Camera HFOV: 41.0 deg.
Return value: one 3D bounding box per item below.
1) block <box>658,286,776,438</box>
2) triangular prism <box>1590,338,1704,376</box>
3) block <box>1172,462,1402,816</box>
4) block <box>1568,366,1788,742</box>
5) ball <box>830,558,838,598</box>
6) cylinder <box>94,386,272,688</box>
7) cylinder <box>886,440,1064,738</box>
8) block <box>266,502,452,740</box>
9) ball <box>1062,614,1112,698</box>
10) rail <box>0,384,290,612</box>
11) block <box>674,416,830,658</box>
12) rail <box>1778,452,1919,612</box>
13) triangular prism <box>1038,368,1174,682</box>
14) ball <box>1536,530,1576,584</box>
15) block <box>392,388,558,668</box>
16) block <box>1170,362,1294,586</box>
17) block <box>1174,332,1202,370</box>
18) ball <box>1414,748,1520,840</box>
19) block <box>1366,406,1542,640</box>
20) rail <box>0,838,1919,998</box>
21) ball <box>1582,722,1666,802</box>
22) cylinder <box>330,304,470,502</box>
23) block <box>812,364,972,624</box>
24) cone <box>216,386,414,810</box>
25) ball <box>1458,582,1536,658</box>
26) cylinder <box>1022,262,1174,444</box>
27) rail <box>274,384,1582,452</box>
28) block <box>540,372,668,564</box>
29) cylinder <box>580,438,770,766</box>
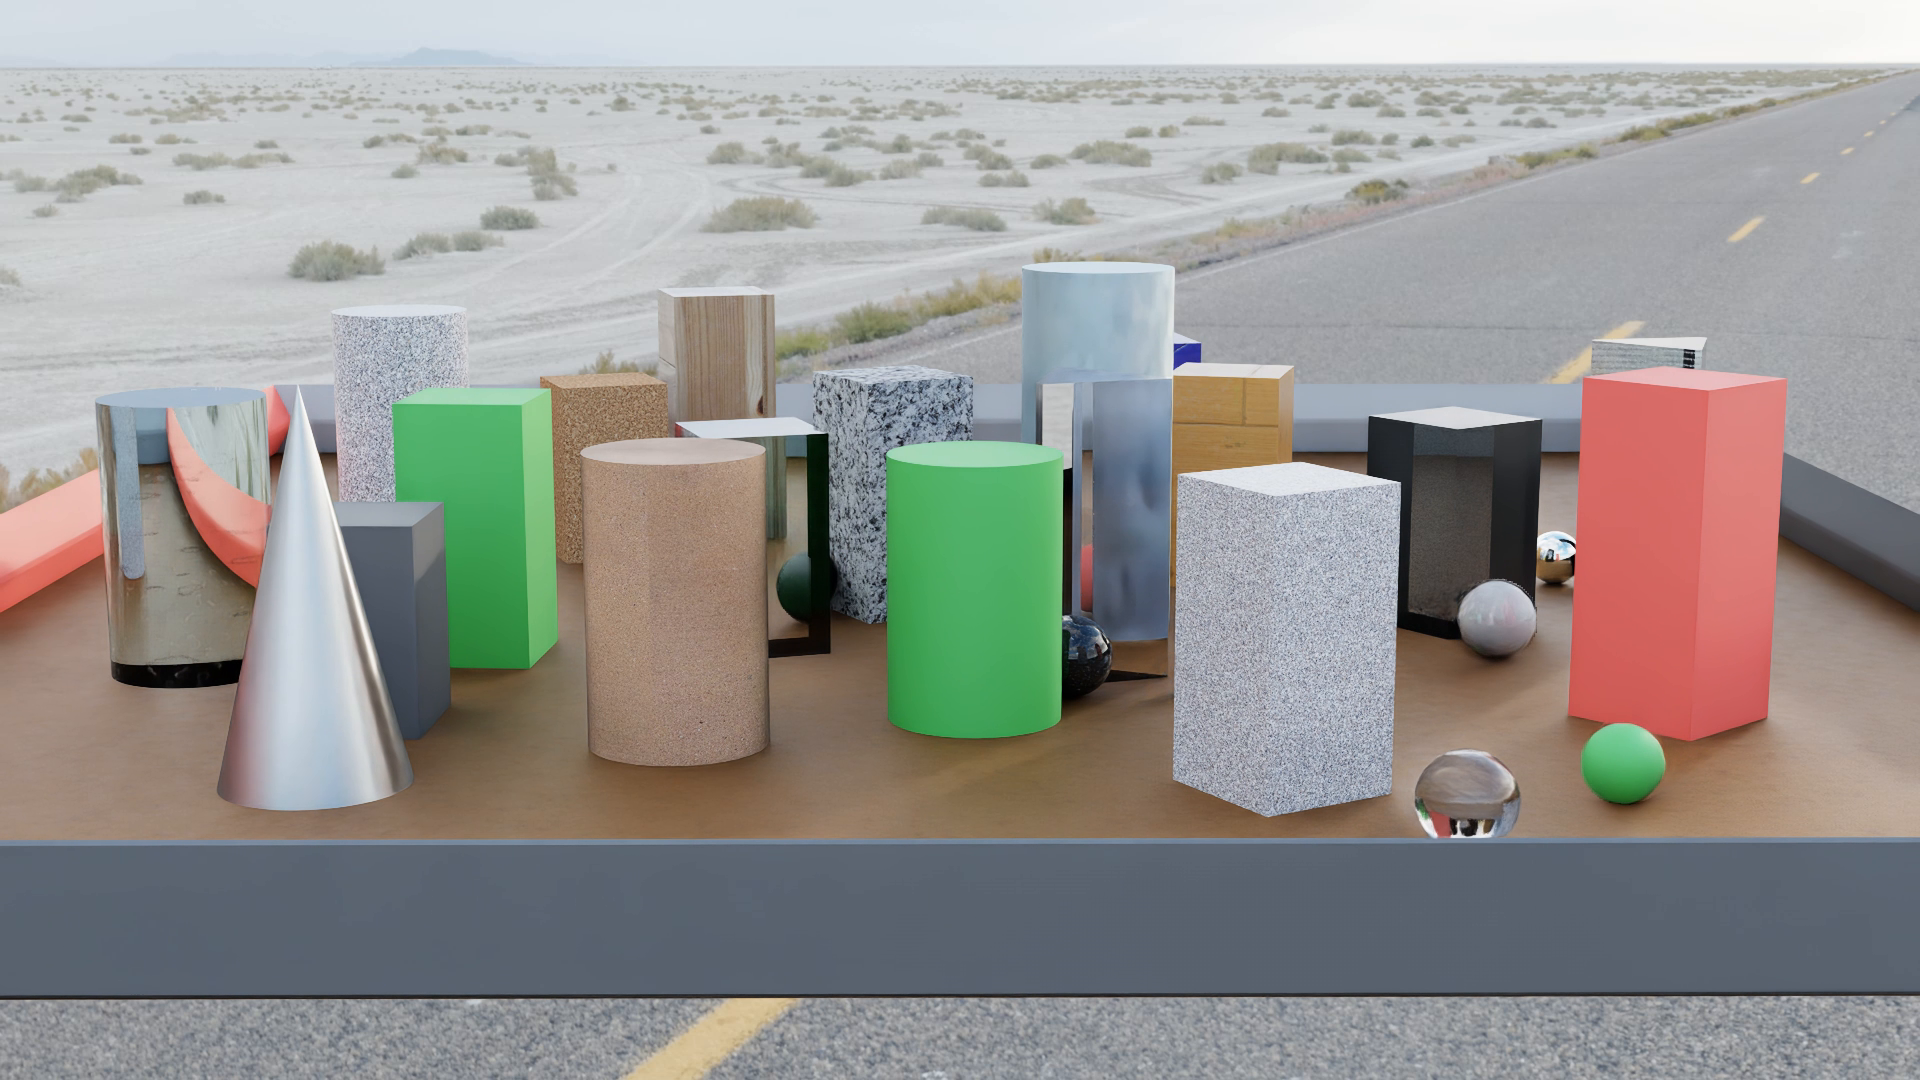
[{"bbox_3d":[-0.386,-0.209,4.083,0.158,0.374,0.158,-3,11,-16],"label":"block"},{"bbox_3d":[0.994,-0.106,3.602,0.148,0.348,0.171,-9,14,-41],"label":"triangular prism"},{"bbox_3d":[0.328,0.095,2.594,0.158,0.319,0.158,-6,12,-31],"label":"block"},{"bbox_3d":[0.802,0.010,2.872,0.158,0.385,0.158,-9,14,-41],"label":"block"},{"bbox_3d":[-0.213,0.051,3.440,0.097,0.097,0.097,0,10,0],"label":"ball"},{"bbox_3d":[-0.932,-0.007,3.101,0.197,0.335,0.197,0,10,0],"label":"cylinder"},{"bbox_3d":[0.017,0.052,2.880,0.197,0.300,0.197,0,10,0],"label":"cylinder"},{"bbox_3d":[-0.668,0.087,2.864,0.158,0.237,0.158,0,10,1],"label":"block"},{"bbox_3d":[0.130,0.135,2.990,0.096,0.096,0.096,0,10,0],"label":"ball"},{"bbox_3d":[-1.271,0.034,3.442,0.045,0.128,2.912,0,10,0],"label":"rail"},{"bbox_3d":[-0.262,-0.004,3.239,0.158,0.279,0.158,-4,11,-19],"label":"block"},{"bbox_3d":[1.271,0.032,3.456,0.045,0.128,2.912,0,10,0],"label":"rail"},{"bbox_3d":[0.146,-0.021,3.103,0.171,0.362,0.148,-4,11,-20],"label":"triangular prism"},{"bbox_3d":[0.845,0.025,3.642,0.076,0.076,0.076,0,10,0],"label":"ball"},{"bbox_3d":[-0.599,-0.018,3.187,0.158,0.325,0.158,1,11,4],"label":"block"},{"bbox_3d":[0.384,-0.093,3.661,0.158,0.300,0.158,3,11,14],"label":"block"},{"bbox_3d":[0.273,-0.155,3.963,0.158,0.313,0.158,-2,11,-10],"label":"block"},{"bbox_3d":[0.475,0.244,2.401,0.098,0.098,0.098,0,10,0],"label":"ball"},{"bbox_3d":[0.646,-0.026,3.373,0.158,0.273,0.158,-7,13,-35],"label":"block"},{"bbox_3d":[0.008,0.294,2.040,2.589,0.128,0.045,0,10,0],"label":"rail"},{"bbox_3d":[0.663,0.223,2.563,0.080,0.080,0.080,0,10,0],"label":"ball"},{"bbox_3d":[-0.826,-0.157,3.815,0.197,0.370,0.197,0,10,0],"label":"cylinder"},{"bbox_3d":[-0.091,-0.066,3.463,0.158,0.318,0.158,-6,12,-30],"label":"block"},{"bbox_3d":[-0.661,0.047,2.598,0.197,0.413,0.197,0,10,0],"label":"cone"},{"bbox_3d":[0.667,0.099,3.188,0.095,0.095,0.095,0,10,0],"label":"ball"},{"bbox_3d":[0.178,-0.122,3.355,0.197,0.469,0.197,0,10,0],"label":"cylinder"},{"bbox_3d":[-0.008,-0.228,4.857,2.589,0.128,0.045,0,10,0],"label":"rail"},{"bbox_3d":[-0.535,-0.112,3.870,0.158,0.261,0.158,-4,11,-20],"label":"block"},{"bbox_3d":[-0.306,0.062,2.767,0.197,0.321,0.197,0,10,0],"label":"cylinder"}]
